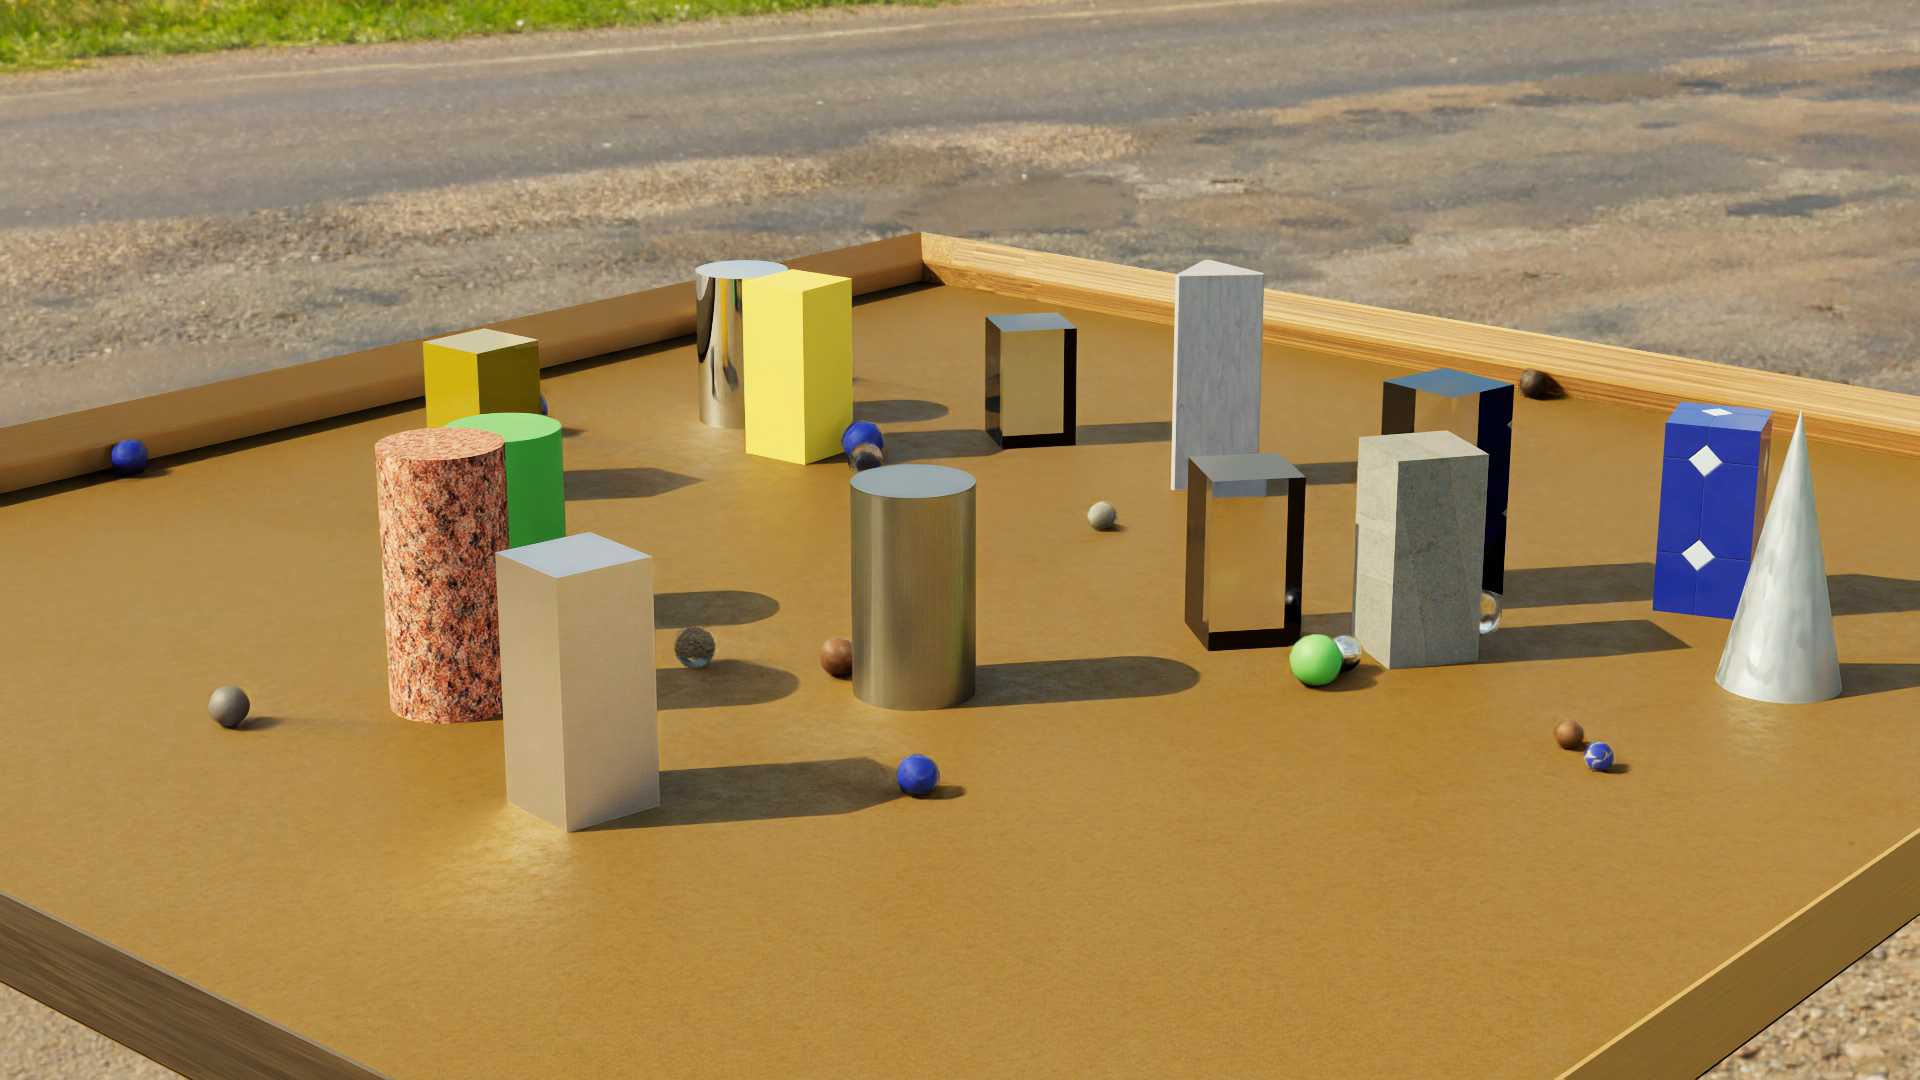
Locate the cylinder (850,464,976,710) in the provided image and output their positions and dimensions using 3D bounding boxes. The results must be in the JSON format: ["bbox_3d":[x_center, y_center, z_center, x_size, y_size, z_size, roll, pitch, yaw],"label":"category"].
[{"bbox_3d":[-0.073,0.073,4.611,0.196,0.345,0.196,0,17,0],"label":"cylinder"}]

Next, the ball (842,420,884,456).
[{"bbox_3d":[-0.197,-0.201,5.971,0.085,0.085,0.085,0,17,0],"label":"ball"}]

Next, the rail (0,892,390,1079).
[{"bbox_3d":[-1.275,0.456,3.714,3.689,0.128,0.045,14,22,39],"label":"rail"}]

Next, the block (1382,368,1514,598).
[{"bbox_3d":[0.839,-0.089,5.088,0.157,0.379,0.157,-13,21,-37],"label":"block"}]

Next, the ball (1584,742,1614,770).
[{"bbox_3d":[0.941,0.318,4.321,0.043,0.043,0.043,0,17,0],"label":"ball"}]

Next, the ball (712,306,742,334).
[{"bbox_3d":[-0.564,-0.533,7.099,0.069,0.069,0.069,0,17,0],"label":"ball"}]

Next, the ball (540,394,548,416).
[{"bbox_3d":[-0.917,-0.272,6.182,0.098,0.098,0.098,0,17,0],"label":"ball"}]

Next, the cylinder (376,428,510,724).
[{"bbox_3d":[-0.796,0.053,4.546,0.196,0.420,0.196,0,17,0],"label":"cylinder"}]

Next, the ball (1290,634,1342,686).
[{"bbox_3d":[0.567,0.191,4.672,0.083,0.083,0.083,0,17,0],"label":"ball"}]

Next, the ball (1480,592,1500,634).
[{"bbox_3d":[0.871,0.123,4.922,0.070,0.070,0.070,0,17,0],"label":"ball"}]

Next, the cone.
[{"bbox_3d":[1.310,0.011,4.627,0.196,0.454,0.196,0,17,0],"label":"cone"}]

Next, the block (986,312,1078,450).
[{"bbox_3d":[0.147,-0.334,6.127,0.157,0.249,0.157,-4,17,-12],"label":"block"}]

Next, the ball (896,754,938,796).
[{"bbox_3d":[-0.062,0.338,4.225,0.060,0.060,0.060,0,17,0],"label":"ball"}]

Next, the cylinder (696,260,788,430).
[{"bbox_3d":[-0.464,-0.419,6.276,0.196,0.326,0.196,0,17,0],"label":"cylinder"}]

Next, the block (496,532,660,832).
[{"bbox_3d":[-0.539,0.199,4.146,0.157,0.373,0.157,-14,21,-38],"label":"block"}]

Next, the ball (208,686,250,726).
[{"bbox_3d":[-1.122,0.255,4.498,0.062,0.062,0.062,0,17,0],"label":"ball"}]

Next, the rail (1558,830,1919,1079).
[{"bbox_3d":[1.375,0.376,3.977,0.045,0.128,3.937,14,22,39],"label":"rail"}]

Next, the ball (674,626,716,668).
[{"bbox_3d":[-0.431,0.174,4.757,0.067,0.067,0.067,0,17,0],"label":"ball"}]

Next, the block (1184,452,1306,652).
[{"bbox_3d":[0.473,0.018,4.886,0.157,0.291,0.157,-3,17,-10],"label":"block"}]

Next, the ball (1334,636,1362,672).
[{"bbox_3d":[0.620,0.184,4.739,0.058,0.058,0.058,0,17,0],"label":"ball"}]

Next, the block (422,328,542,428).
[{"bbox_3d":[-0.931,-0.243,5.736,0.157,0.300,0.157,14,21,38],"label":"block"}]

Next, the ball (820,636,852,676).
[{"bbox_3d":[-0.195,0.187,4.720,0.063,0.063,0.063,0,17,0],"label":"ball"}]

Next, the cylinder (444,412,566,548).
[{"bbox_3d":[-0.765,-0.026,4.951,0.196,0.339,0.196,0,17,0],"label":"cylinder"}]

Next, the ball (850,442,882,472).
[{"bbox_3d":[-0.188,-0.162,5.874,0.067,0.067,0.067,0,17,0],"label":"ball"}]

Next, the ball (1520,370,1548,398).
[{"bbox_3d":[1.269,-0.346,6.489,0.063,0.063,0.063,0,17,0],"label":"ball"}]

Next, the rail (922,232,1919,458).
[{"bbox_3d":[1.275,-0.392,6.526,3.689,0.128,0.045,14,22,39],"label":"rail"}]

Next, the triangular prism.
[{"bbox_3d":[0.496,-0.328,5.795,0.170,0.429,0.147,-2,17,-5],"label":"triangular prism"}]

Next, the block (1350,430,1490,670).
[{"bbox_3d":[0.750,0.015,4.795,0.157,0.350,0.157,-5,17,-15],"label":"block"}]

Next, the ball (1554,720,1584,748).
[{"bbox_3d":[0.916,0.291,4.408,0.044,0.044,0.044,0,17,0],"label":"ball"}]

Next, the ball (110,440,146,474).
[{"bbox_3d":[-1.668,-0.166,5.881,0.070,0.070,0.070,0,17,0],"label":"ball"}]

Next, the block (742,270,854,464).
[{"bbox_3d":[-0.331,-0.356,6.011,0.157,0.359,0.157,12,21,35],"label":"block"}]

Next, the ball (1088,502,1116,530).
[{"bbox_3d":[0.266,-0.045,5.510,0.052,0.052,0.052,0,17,0],"label":"ball"}]

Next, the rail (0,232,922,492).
[{"bbox_3d":[-1.375,-0.313,6.263,0.045,0.128,3.937,14,22,39],"label":"rail"}]

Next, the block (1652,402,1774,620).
[{"bbox_3d":[1.295,-0.051,5.042,0.157,0.334,0.157,7,18,21],"label":"block"}]
